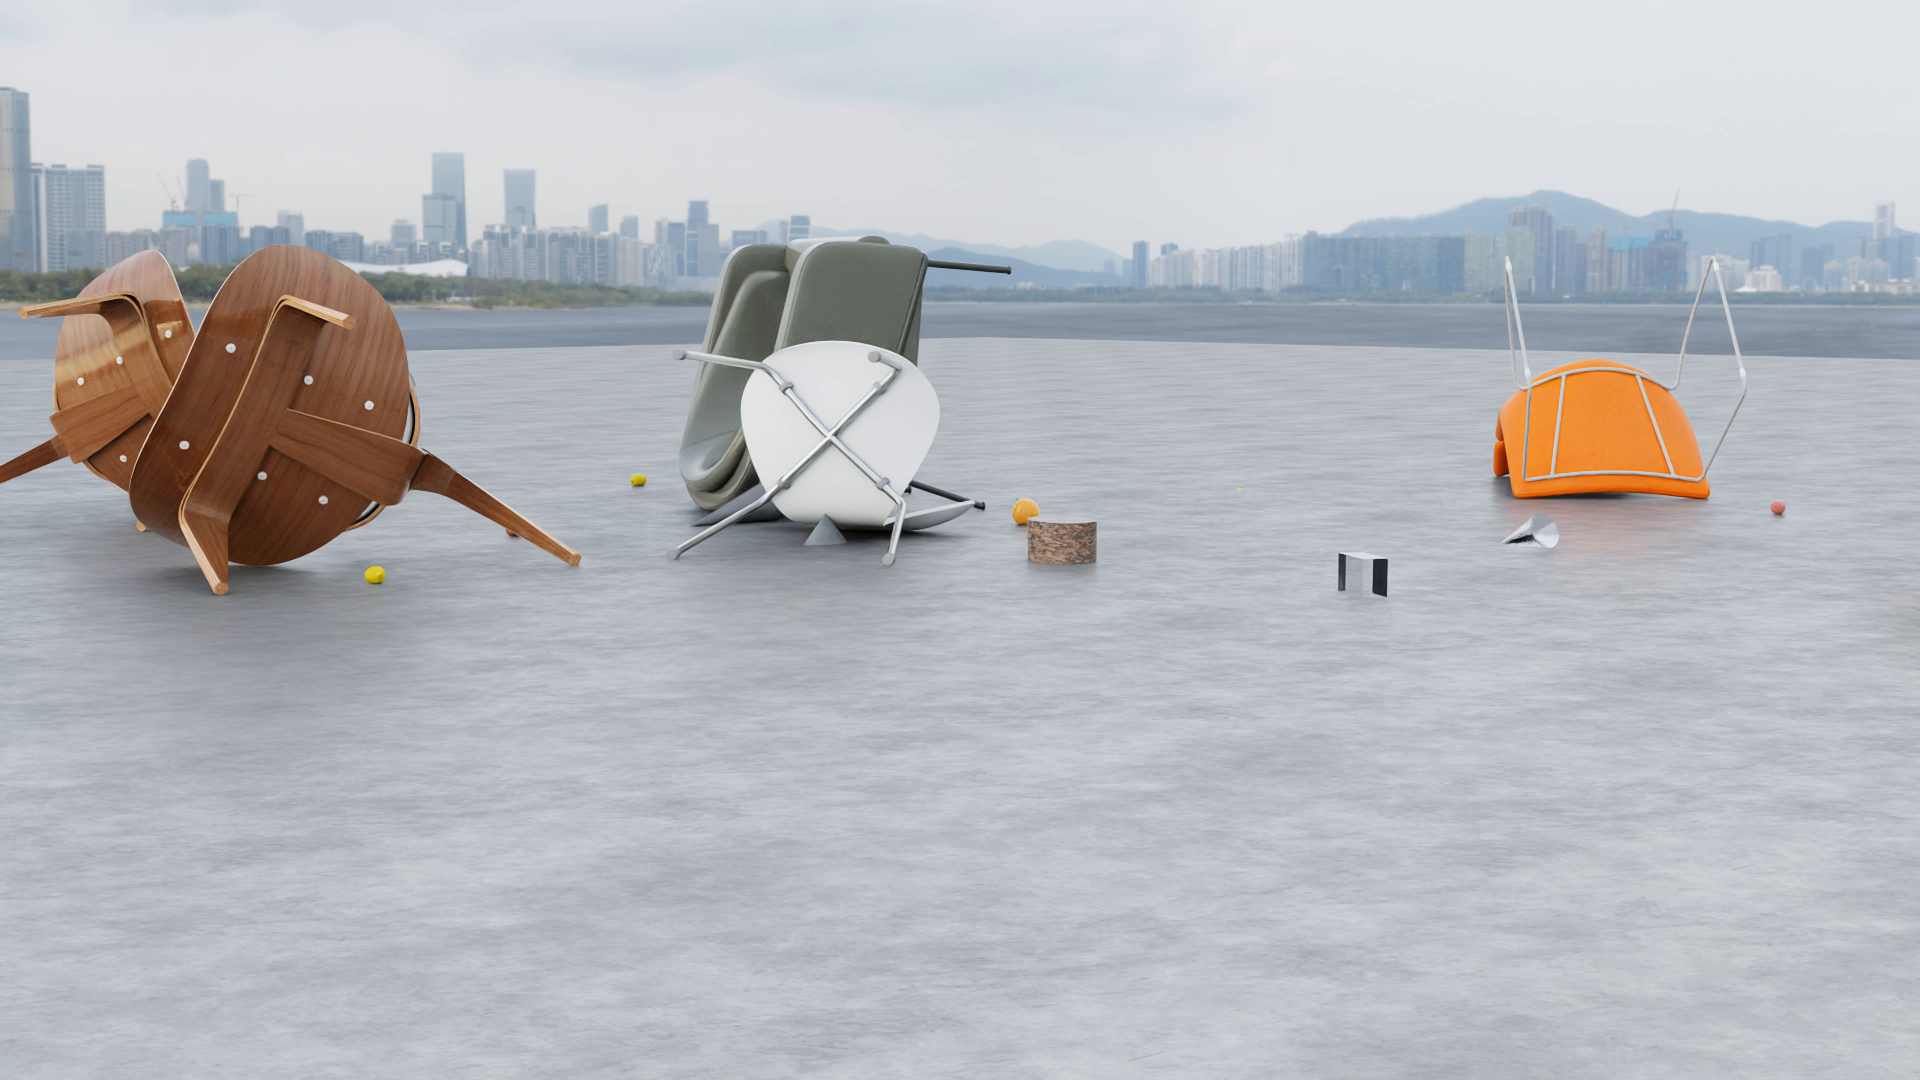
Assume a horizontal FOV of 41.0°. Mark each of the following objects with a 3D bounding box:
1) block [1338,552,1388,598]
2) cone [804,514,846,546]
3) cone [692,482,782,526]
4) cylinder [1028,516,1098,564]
[{"bbox_3d":[0.835,0.072,5.317,0.055,0.081,0.125,-2,6,-15],"label":"block"},{"bbox_3d":[-0.332,-0.029,6.332,0.129,0.075,0.068,-5,8,-42],"label":"cone"},{"bbox_3d":[-0.614,-0.069,6.829,0.264,0.104,0.124,-19,38,-38],"label":"cone"},{"bbox_3d":[0.237,-0.001,5.956,0.148,0.094,0.186,-4,7,-33],"label":"cylinder"}]
